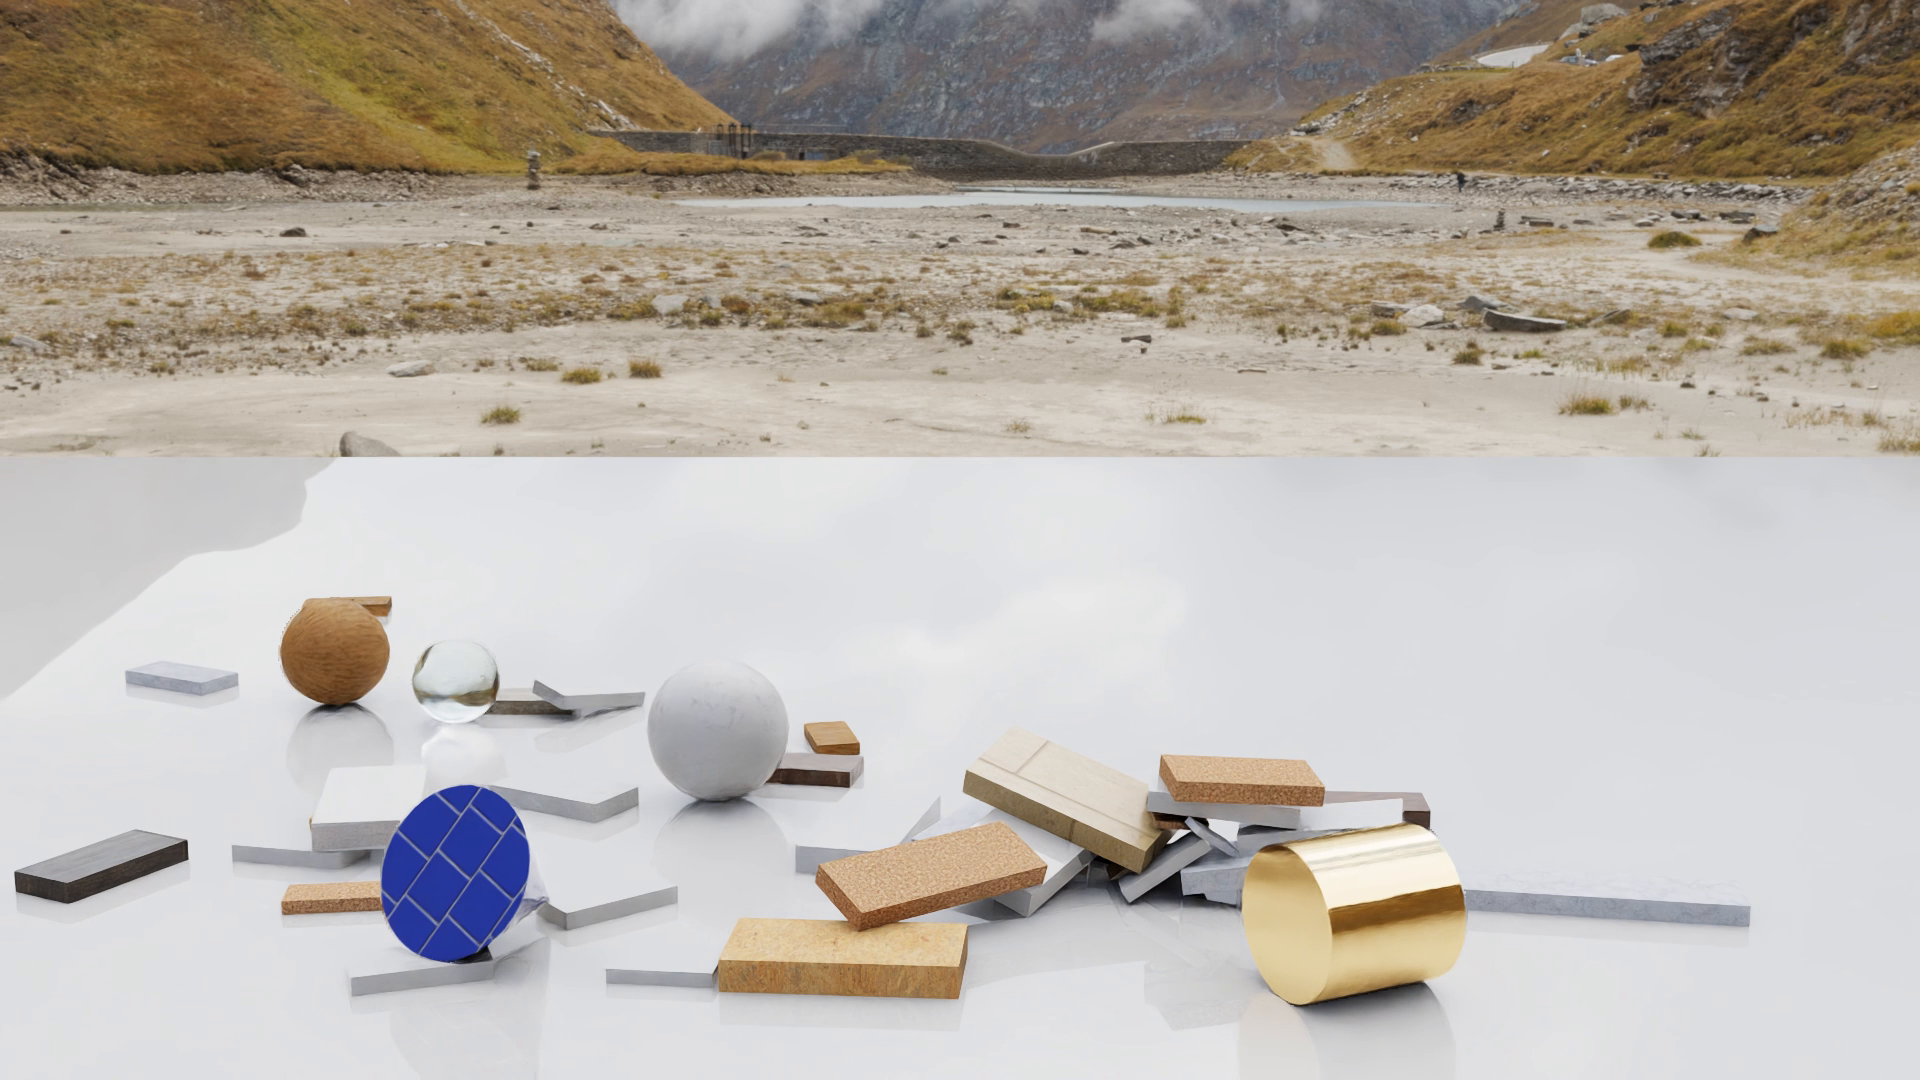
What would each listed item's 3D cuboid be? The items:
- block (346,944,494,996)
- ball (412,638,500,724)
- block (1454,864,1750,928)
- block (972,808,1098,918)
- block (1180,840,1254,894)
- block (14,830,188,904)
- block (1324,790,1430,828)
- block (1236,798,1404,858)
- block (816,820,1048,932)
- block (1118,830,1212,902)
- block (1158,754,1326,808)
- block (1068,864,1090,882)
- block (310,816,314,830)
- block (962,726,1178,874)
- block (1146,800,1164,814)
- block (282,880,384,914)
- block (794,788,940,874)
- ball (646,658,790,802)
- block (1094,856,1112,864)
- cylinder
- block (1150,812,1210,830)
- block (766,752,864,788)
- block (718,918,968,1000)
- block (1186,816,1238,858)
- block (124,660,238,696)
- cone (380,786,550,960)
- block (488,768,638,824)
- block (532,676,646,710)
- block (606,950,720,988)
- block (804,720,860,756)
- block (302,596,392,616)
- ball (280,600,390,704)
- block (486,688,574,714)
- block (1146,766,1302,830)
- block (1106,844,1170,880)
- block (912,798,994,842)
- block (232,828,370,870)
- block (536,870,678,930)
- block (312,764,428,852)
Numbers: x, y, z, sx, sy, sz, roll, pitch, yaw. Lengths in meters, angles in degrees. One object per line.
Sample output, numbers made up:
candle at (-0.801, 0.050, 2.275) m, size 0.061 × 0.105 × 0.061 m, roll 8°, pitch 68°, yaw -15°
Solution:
block at (-0.813, 0.642, 3.311) m, size 0.207 × 0.029 × 0.103 m, roll -4°, pitch 11°, yaw -19°
ball at (-1.080, 0.302, 4.713) m, size 0.185 × 0.185 × 0.185 m, roll 0°, pitch 11°, yaw 0°
block at (1.000, 0.581, 3.619) m, size 0.554 × 0.035 × 0.125 m, roll 2°, pitch 11°, yaw 10°
block at (0.151, 0.491, 3.726) m, size 0.171 × 0.048 × 0.385 m, roll 25°, pitch 34°, yaw 26°
block at (0.501, 0.533, 3.637) m, size 0.267 × 0.038 × 0.134 m, roll -7°, pitch 10°, yaw 7°
block at (-1.463, 0.555, 3.756) m, size 0.128 × 0.036 × 0.256 m, roll 6°, pitch 12°, yaw 27°
block at (0.747, 0.498, 4.074) m, size 0.229 × 0.032 × 0.114 m, roll 1°, pitch 11°, yaw 3°
block at (0.600, 0.478, 3.649) m, size 0.267 × 0.038 × 0.134 m, roll -6°, pitch 10°, yaw 13°
block at (-0.043, 0.530, 3.492) m, size 0.360 × 0.036 × 0.128 m, roll -8°, pitch 34°, yaw -35°
block at (0.338, 0.537, 3.643) m, size 0.161 × 0.023 × 0.081 m, roll -34°, pitch 6°, yaw 3°
block at (0.466, 0.399, 3.647) m, size 0.249 × 0.035 × 0.125 m, roll 3°, pitch 15°, yaw -8°
block at (0.197, 0.565, 3.769) m, size 0.045 × 0.013 × 0.091 m, roll 1°, pitch 11°, yaw 7°
block at (-1.094, 0.515, 4.009) m, size 0.162 × 0.023 × 0.081 m, roll -6°, pitch 12°, yaw -30°
block at (0.195, 0.437, 3.734) m, size 0.341 × 0.048 × 0.171 m, roll 22°, pitch 32°, yaw 22°
block at (0.361, 0.439, 3.701) m, size 0.091 × 0.013 × 0.045 m, roll -9°, pitch 25°, yaw -44°
block at (-0.909, 0.585, 3.632) m, size 0.398 × 0.023 × 0.081 m, roll -1°, pitch 11°, yaw -7°
block at (-0.159, 0.520, 3.913) m, size 0.171 × 0.048 × 0.341 m, roll 3°, pitch 11°, yaw 14°
ball at (-0.459, 0.360, 4.172) m, size 0.269 × 0.269 × 0.269 m, roll 0°, pitch 11°, yaw 0°
block at (0.282, 0.554, 3.825) m, size 0.091 × 0.013 × 0.045 m, roll 9°, pitch 14°, yaw 40°
cylinder at (0.579, 0.549, 3.247) m, size 0.233 × 0.233 × 0.233 m, roll -5°, pitch 12°, yaw -25°
block at (0.366, 0.466, 3.659) m, size 0.091 × 0.013 × 0.045 m, roll 5°, pitch 17°, yaw -7°
block at (-0.311, 0.451, 4.334) m, size 0.222 × 0.031 × 0.111 m, roll 2°, pitch 11°, yaw 11°
block at (-0.172, 0.629, 3.318) m, size 0.355 × 0.050 × 0.178 m, roll 1°, pitch 11°, yaw 4°
block at (0.414, 0.489, 3.617) m, size 0.091 × 0.013 × 0.045 m, roll 34°, pitch 6°, yaw -28°
block at (-1.789, 0.317, 5.056) m, size 0.246 × 0.031 × 0.109 m, roll 6°, pitch 12°, yaw 28°
cone at (-0.714, 0.541, 3.442) m, size 0.266 × 0.266 × 0.266 m, roll 5°, pitch -15°, yaw 25°
block at (-0.749, 0.481, 4.156) m, size 0.256 × 0.036 × 0.128 m, roll 6°, pitch 12°, yaw 29°
block at (-0.813, 0.334, 4.825) m, size 0.111 × 0.031 × 0.222 m, roll 22°, pitch 14°, yaw 40°
block at (-0.443, 0.645, 3.311) m, size 0.162 × 0.023 × 0.081 m, roll 1°, pitch 11°, yaw 7°
block at (-0.267, 0.412, 4.560) m, size 0.088 × 0.025 × 0.175 m, roll -2°, pitch 11°, yaw -13°
block at (-1.619, 0.177, 5.809) m, size 0.218 × 0.031 × 0.109 m, roll -2°, pitch 11°, yaw -8°
ball at (-1.383, 0.248, 4.871) m, size 0.233 × 0.233 × 0.233 m, roll 0°, pitch 11°, yaw 0°
block at (-0.957, 0.355, 4.847) m, size 0.222 × 0.031 × 0.111 m, roll 0°, pitch 11°, yaw 1°
block at (0.439, 0.428, 3.665) m, size 0.249 × 0.035 × 0.125 m, roll 7°, pitch 14°, yaw 5°
block at (0.338, 0.542, 3.745) m, size 0.161 × 0.023 × 0.081 m, roll -6°, pitch -25°, yaw -28°
block at (0.099, 0.493, 3.861) m, size 0.178 × 0.050 × 0.356 m, roll 9°, pitch 24°, yaw 39°
block at (-1.155, 0.540, 3.857) m, size 0.207 × 0.029 × 0.103 m, roll 2°, pitch 11°, yaw 13°
block at (-0.578, 0.588, 3.599) m, size 0.207 × 0.029 × 0.103 m, roll -9°, pitch 14°, yaw -39°
block at (-1.061, 0.481, 3.975) m, size 0.178 × 0.050 × 0.380 m, roll -1°, pitch 9°, yaw -11°
